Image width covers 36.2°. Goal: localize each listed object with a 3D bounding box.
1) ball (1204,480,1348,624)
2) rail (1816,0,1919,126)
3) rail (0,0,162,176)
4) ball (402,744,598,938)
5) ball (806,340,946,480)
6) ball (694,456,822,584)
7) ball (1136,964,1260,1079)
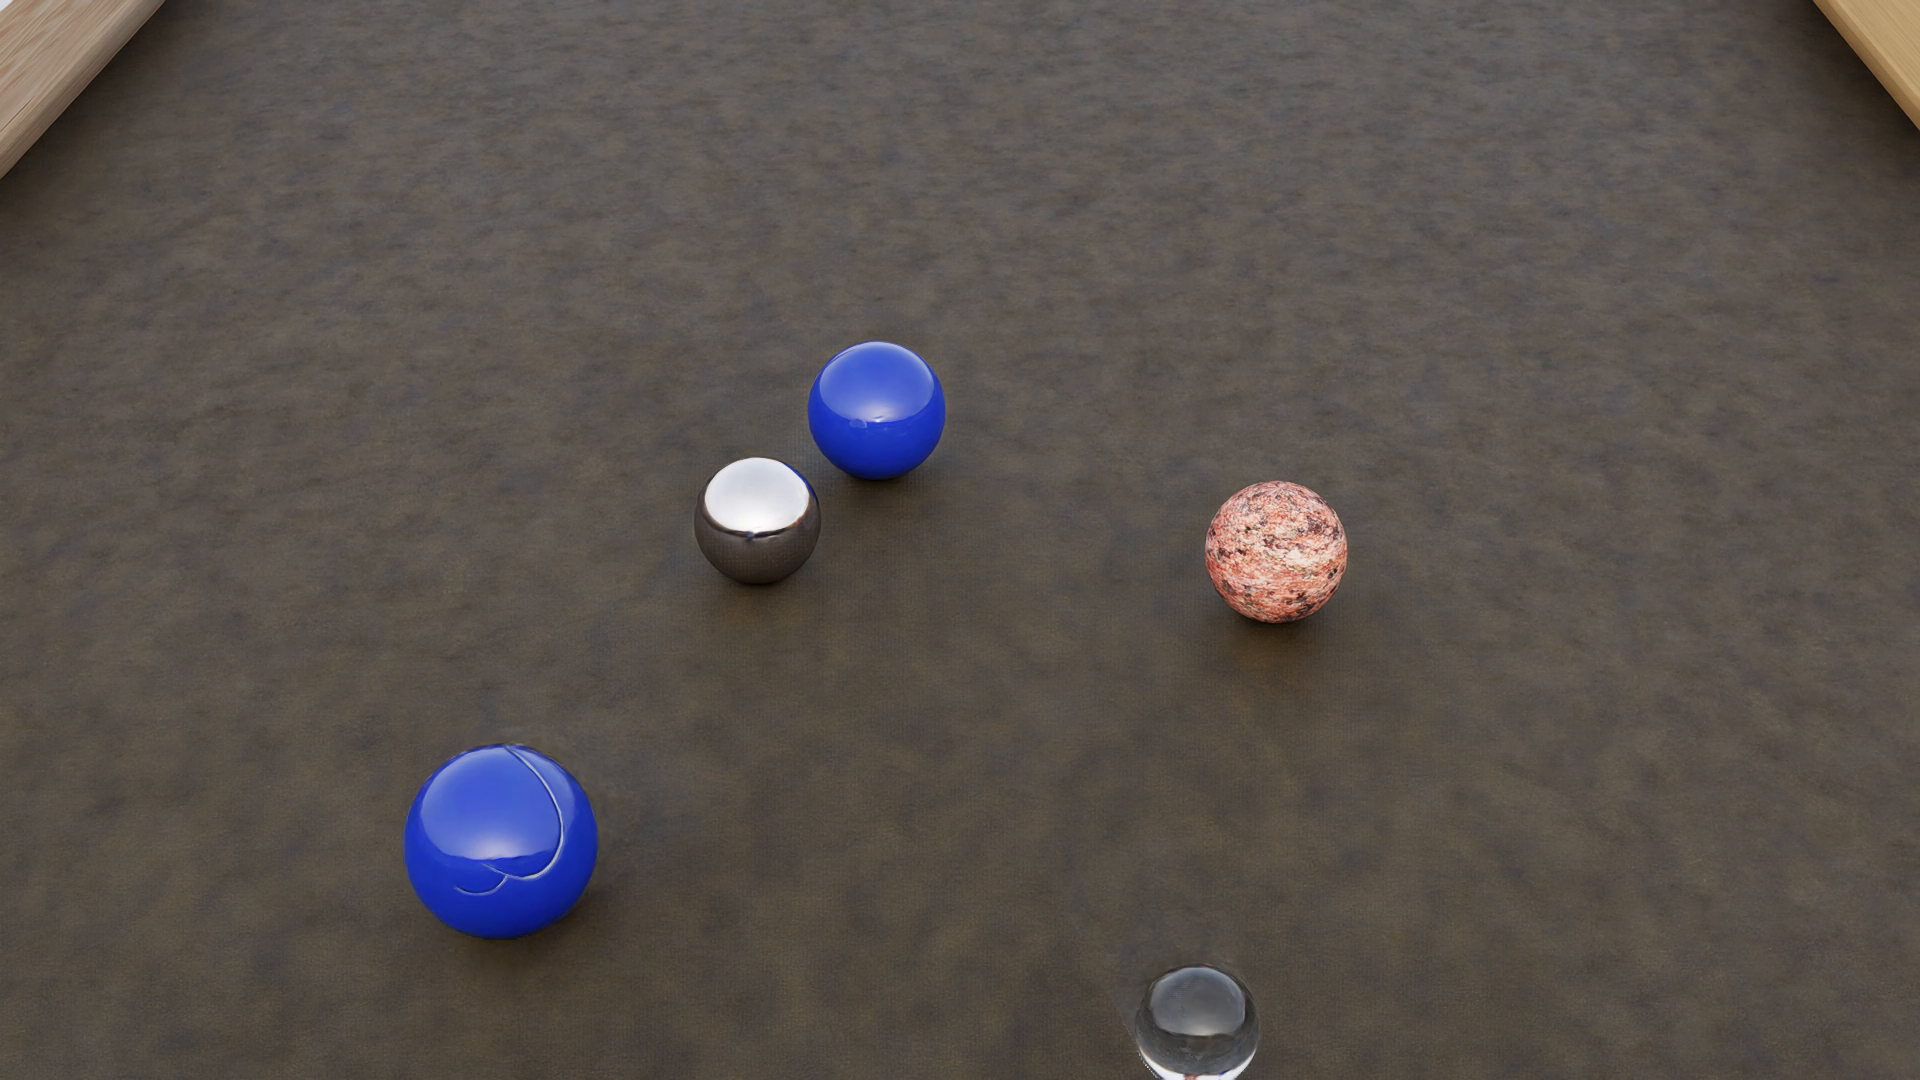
[{"bbox_3d":[0.195,0.007,1.811,0.088,0.088,0.088,0,27,0],"label":"ball"},{"bbox_3d":[0.842,-0.352,2.477,0.045,0.129,2.998,1,27,1],"label":"rail"},{"bbox_3d":[-0.807,-0.369,2.510,0.045,0.129,2.998,1,27,1],"label":"rail"},{"bbox_3d":[-0.235,0.154,1.508,0.099,0.099,0.099,0,27,0],"label":"ball"},{"bbox_3d":[-0.056,-0.088,1.993,0.094,0.094,0.094,0,27,0],"label":"ball"},{"bbox_3d":[-0.128,-0.013,1.859,0.081,0.081,0.081,0,27,0],"label":"ball"},{"bbox_3d":[0.113,0.231,1.399,0.059,0.059,0.059,0,27,0],"label":"ball"}]
